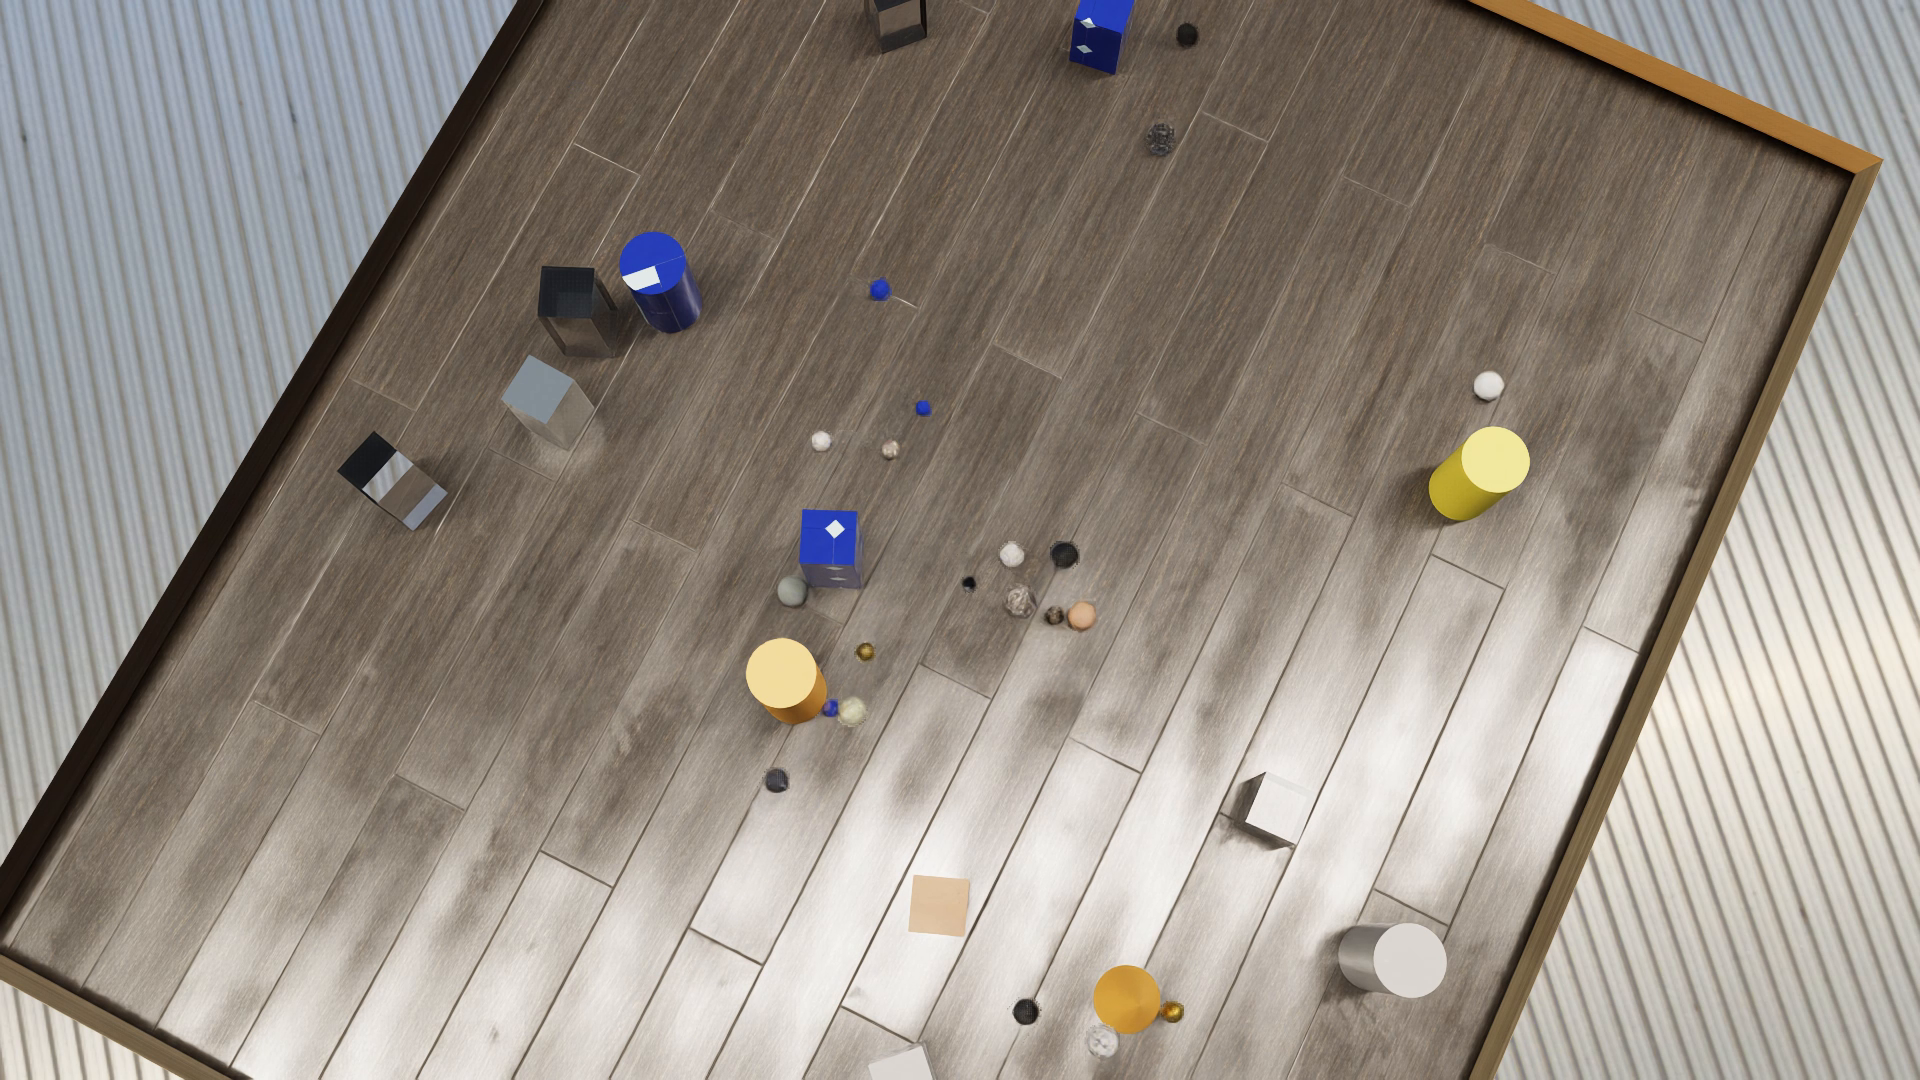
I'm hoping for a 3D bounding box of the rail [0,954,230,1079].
[{"bbox_3d":[-1.052,2.068,5.123,4.092,0.127,0.045,26,80,5],"label":"rail"}]

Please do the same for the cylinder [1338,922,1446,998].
[{"bbox_3d":[1.205,1.173,5.134,0.195,0.470,0.195,0,78,0],"label":"cylinder"}]

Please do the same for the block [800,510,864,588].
[{"bbox_3d":[-0.376,0.031,5.414,0.156,0.385,0.156,2,78,0],"label":"block"}]

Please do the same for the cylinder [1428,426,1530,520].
[{"bbox_3d":[1.542,-0.193,5.463,0.195,0.379,0.195,0,78,0],"label":"cylinder"}]

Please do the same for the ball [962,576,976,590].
[{"bbox_3d":[0.028,0.132,5.568,0.042,0.042,0.042,0,78,0],"label":"ball"}]

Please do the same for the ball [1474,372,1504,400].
[{"bbox_3d":[1.635,-0.477,5.670,0.090,0.090,0.090,0,78,0],"label":"ball"}]

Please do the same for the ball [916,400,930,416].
[{"bbox_3d":[-0.115,-0.409,5.677,0.048,0.048,0.048,0,78,0],"label":"ball"}]

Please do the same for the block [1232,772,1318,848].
[{"bbox_3d":[0.912,0.785,5.321,0.156,0.260,0.156,24,79,5],"label":"block"}]

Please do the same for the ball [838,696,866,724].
[{"bbox_3d":[-0.321,0.508,5.469,0.082,0.082,0.082,0,78,0],"label":"ball"}]

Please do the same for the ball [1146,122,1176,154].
[{"bbox_3d":[0.640,-1.277,5.831,0.098,0.098,0.098,0,78,0],"label":"ball"}]

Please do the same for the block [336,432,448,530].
[{"bbox_3d":[-1.688,-0.172,5.466,0.156,0.365,0.156,39,81,7],"label":"block"}]

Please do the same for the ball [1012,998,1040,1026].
[{"bbox_3d":[0.191,1.364,5.295,0.077,0.077,0.077,0,78,0],"label":"ball"}]

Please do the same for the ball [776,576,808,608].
[{"bbox_3d":[-0.506,0.156,5.536,0.094,0.094,0.094,0,78,0],"label":"ball"}]

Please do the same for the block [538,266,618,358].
[{"bbox_3d":[-1.155,-0.688,5.562,0.156,0.386,0.156,2,78,0],"label":"block"}]

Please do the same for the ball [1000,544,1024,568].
[{"bbox_3d":[0.159,0.047,5.570,0.072,0.072,0.072,0,78,0],"label":"ball"}]

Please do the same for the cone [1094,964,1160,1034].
[{"bbox_3d":[0.487,1.298,5.146,0.195,0.396,0.195,0,78,0],"label":"cone"}]

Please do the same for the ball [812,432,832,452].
[{"bbox_3d":[-0.428,-0.304,5.648,0.062,0.062,0.062,0,78,0],"label":"ball"}]

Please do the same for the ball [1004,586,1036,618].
[{"bbox_3d":[0.180,0.186,5.528,0.097,0.097,0.097,0,78,0],"label":"ball"}]

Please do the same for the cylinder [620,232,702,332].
[{"bbox_3d":[-0.909,-0.782,5.594,0.195,0.362,0.195,0,78,0],"label":"cylinder"}]

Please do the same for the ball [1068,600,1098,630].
[{"bbox_3d":[0.369,0.227,5.524,0.089,0.089,0.089,0,78,0],"label":"ball"}]

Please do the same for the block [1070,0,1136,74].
[{"bbox_3d":[0.453,-1.630,5.809,0.156,0.285,0.156,19,79,4],"label":"block"}]

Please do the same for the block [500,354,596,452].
[{"bbox_3d":[-1.239,-0.409,5.535,0.156,0.325,0.156,29,80,6],"label":"block"}]

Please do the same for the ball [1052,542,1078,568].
[{"bbox_3d":[0.318,0.046,5.566,0.081,0.081,0.081,0,78,0],"label":"ball"}]

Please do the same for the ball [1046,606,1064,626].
[{"bbox_3d":[0.287,0.229,5.539,0.059,0.059,0.059,0,78,0],"label":"ball"}]

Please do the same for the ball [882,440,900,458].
[{"bbox_3d":[-0.212,-0.280,5.646,0.057,0.057,0.057,0,78,0],"label":"ball"}]

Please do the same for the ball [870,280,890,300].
[{"bbox_3d":[-0.252,-0.786,5.747,0.063,0.063,0.063,0,78,0],"label":"ball"}]

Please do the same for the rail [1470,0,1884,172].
[{"bbox_3d":[1.052,-2.054,5.976,4.092,0.127,0.045,26,80,5],"label":"rail"}]

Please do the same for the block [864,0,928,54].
[{"bbox_3d":[-0.208,-1.703,5.826,0.156,0.279,0.156,-21,79,-4],"label":"block"}]

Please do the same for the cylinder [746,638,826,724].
[{"bbox_3d":[-0.498,0.414,5.316,0.195,0.422,0.195,0,78,0],"label":"cylinder"}]

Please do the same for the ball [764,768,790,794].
[{"bbox_3d":[-0.543,0.714,5.432,0.073,0.073,0.073,0,78,0],"label":"ball"}]

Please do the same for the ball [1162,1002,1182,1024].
[{"bbox_3d":[0.615,1.370,5.303,0.059,0.059,0.059,0,78,0],"label":"ball"}]

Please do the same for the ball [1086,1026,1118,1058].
[{"bbox_3d":[0.411,1.444,5.271,0.092,0.092,0.092,0,78,0],"label":"ball"}]

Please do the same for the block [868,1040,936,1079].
[{"bbox_3d":[-0.154,1.520,5.164,0.156,0.270,0.156,-19,79,-4],"label":"block"}]

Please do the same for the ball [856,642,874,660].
[{"bbox_3d":[-0.285,0.336,5.520,0.053,0.053,0.053,0,78,0],"label":"ball"}]

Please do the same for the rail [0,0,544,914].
[{"bbox_3d":[-1.809,-0.879,5.733,0.045,0.127,4.753,26,80,5],"label":"rail"}]

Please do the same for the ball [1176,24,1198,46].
[{"bbox_3d":[0.732,-1.631,5.918,0.071,0.071,0.071,0,78,0],"label":"ball"}]

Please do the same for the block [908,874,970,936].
[{"bbox_3d":[-0.059,1.044,5.228,0.156,0.338,0.156,5,78,1],"label":"block"}]

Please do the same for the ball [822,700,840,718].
[{"bbox_3d":[-0.386,0.505,5.486,0.051,0.051,0.051,0,78,0],"label":"ball"}]

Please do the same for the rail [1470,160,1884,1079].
[{"bbox_3d":[1.809,0.892,5.366,0.045,0.127,4.753,26,80,5],"label":"rail"}]
